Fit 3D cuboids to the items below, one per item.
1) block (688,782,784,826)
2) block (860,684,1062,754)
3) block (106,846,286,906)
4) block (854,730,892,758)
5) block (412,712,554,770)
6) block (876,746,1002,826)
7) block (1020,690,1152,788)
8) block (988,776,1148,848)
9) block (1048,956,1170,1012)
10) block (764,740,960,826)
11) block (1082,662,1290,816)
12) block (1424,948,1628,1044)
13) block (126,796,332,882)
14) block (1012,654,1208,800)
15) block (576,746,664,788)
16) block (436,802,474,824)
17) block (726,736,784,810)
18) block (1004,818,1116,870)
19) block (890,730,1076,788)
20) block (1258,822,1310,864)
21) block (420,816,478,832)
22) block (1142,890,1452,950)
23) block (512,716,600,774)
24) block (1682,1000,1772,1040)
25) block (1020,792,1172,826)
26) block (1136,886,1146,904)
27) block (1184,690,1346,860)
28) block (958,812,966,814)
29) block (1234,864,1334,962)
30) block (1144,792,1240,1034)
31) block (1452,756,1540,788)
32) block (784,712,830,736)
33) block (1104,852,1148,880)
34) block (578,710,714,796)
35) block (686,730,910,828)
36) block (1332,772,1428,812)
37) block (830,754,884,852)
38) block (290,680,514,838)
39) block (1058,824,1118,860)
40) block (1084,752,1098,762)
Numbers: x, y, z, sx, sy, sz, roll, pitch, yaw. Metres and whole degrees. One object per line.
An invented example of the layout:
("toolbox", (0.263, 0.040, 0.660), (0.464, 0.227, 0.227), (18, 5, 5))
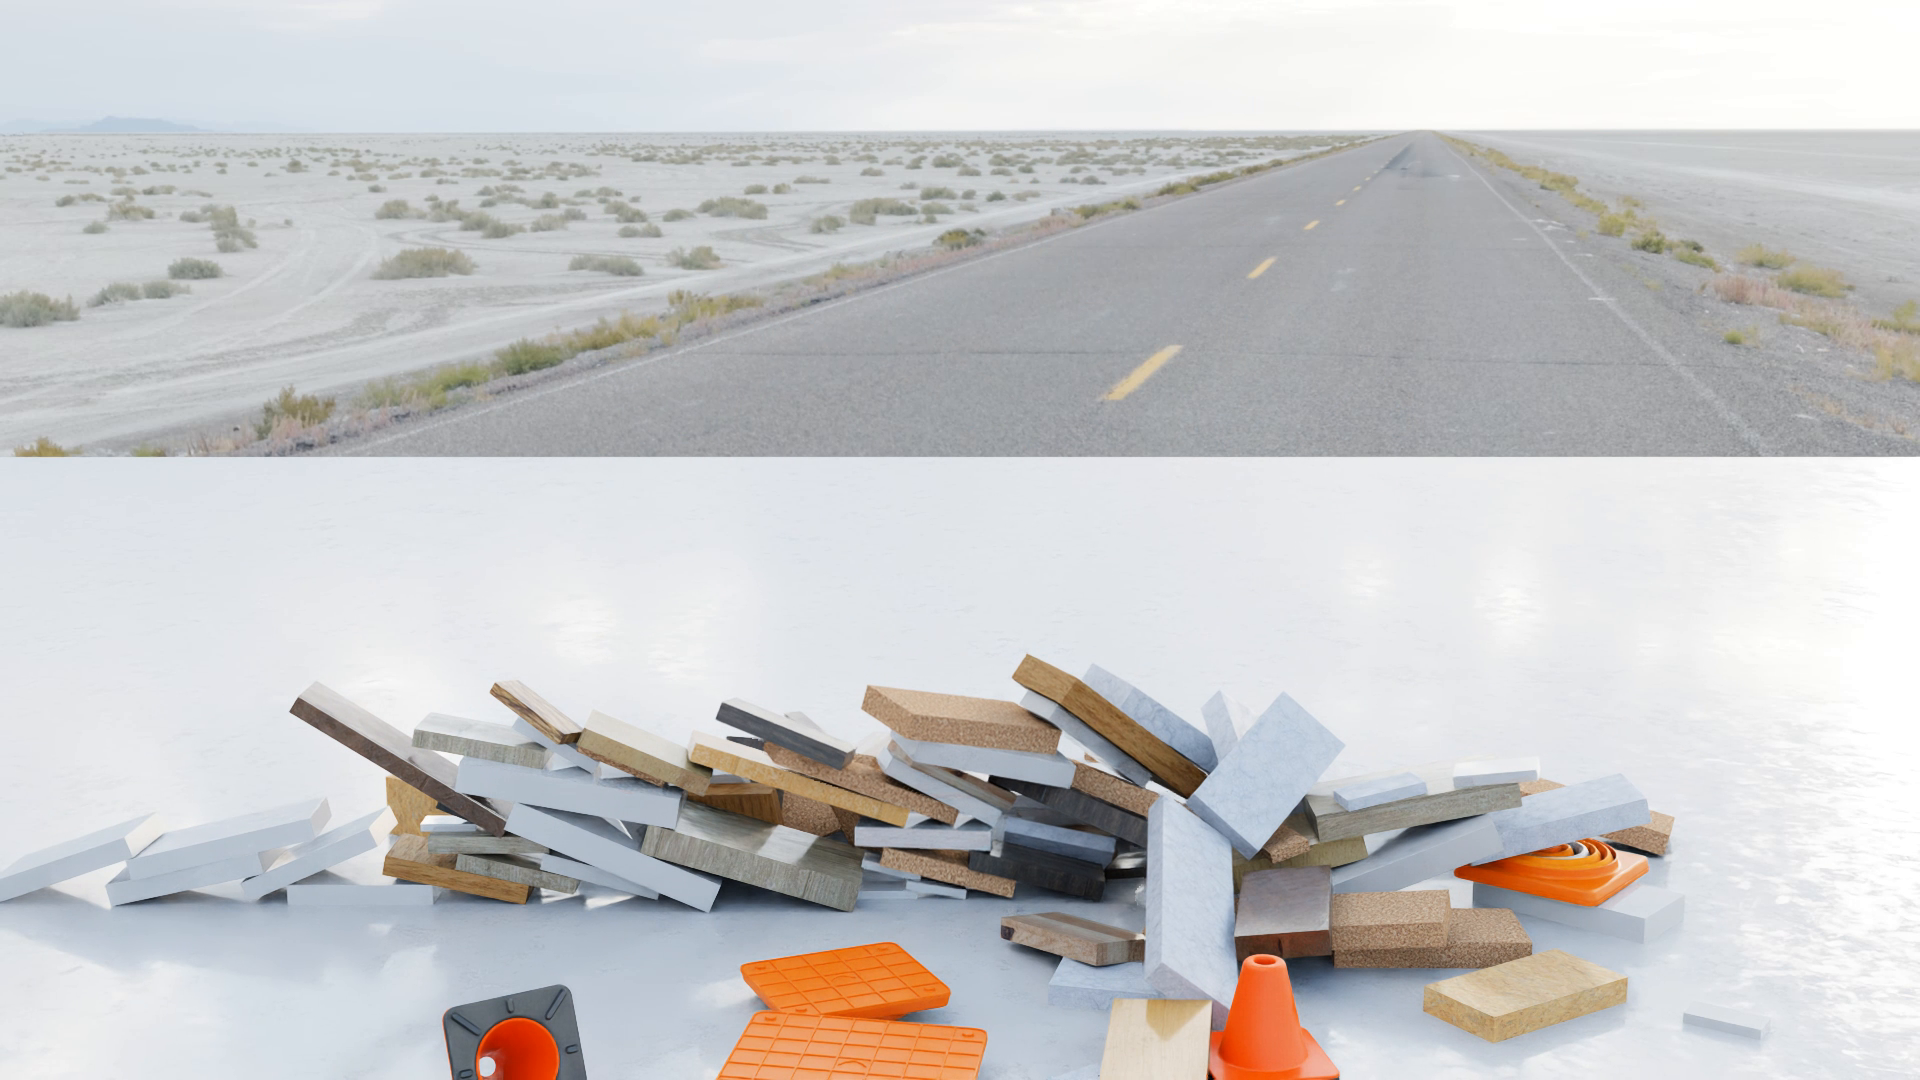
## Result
("block", (-0.412, 0.466, 3.758), (0.211, 0.105, 0.030), (-3, 34, 10))
("block", (0.004, 0.296, 3.619), (0.299, 0.042, 0.149), (9, 10, -35))
("block", (-1.271, 0.544, 3.664), (0.259, 0.037, 0.130), (-12, 10, 2))
("block", (-0.163, 0.432, 4.433), (0.109, 0.031, 0.218), (4, 11, 20))
("block", (-0.779, 0.329, 3.610), (0.214, 0.030, 0.107), (10, 10, -1))
("block", (-0.036, 0.409, 3.663), (0.207, 0.029, 0.104), (27, 1, -11))
("block", (0.214, 0.337, 3.719), (0.234, 0.030, 0.105), (37, -7, -27))
("block", (0.217, 0.446, 3.657), (0.326, 0.039, 0.139), (20, -2, 31))
("block", (0.254, 0.656, 3.224), (0.230, 0.033, 0.115), (3, 11, 14))
("block", (-0.163, 0.395, 3.643), (0.325, 0.029, 0.103), (21, 3, -17))
("block", (0.443, 0.383, 3.857), (0.509, 0.050, 0.177), (34, -3, -22))
("block", (0.821, 0.659, 3.191), (0.274, 0.039, 0.137), (-7, 12, -32))
("block", (-1.212, 0.495, 3.654), (0.305, 0.037, 0.130), (-13, 10, -2))
("block", (0.264, 0.325, 3.739), (0.355, 0.050, 0.177), (37, -7, -27))
("block", (-0.550, 0.357, 3.612), (0.151, 0.021, 0.076), (23, 9, -5))
("block", (-0.819, 0.449, 3.643), (0.090, 0.013, 0.045), (23, 9, -4))
("block", (-0.366, 0.455, 3.826), (0.109, 0.219, 0.031), (3, -16, 15))
("block", (0.166, 0.515, 3.720), (0.185, 0.026, 0.093), (11, -29, 3))
("block", (0.037, 0.347, 3.623), (0.278, 0.039, 0.139), (12, 9, -20))
("block", (0.517, 0.493, 3.596), (0.066, 0.019, 0.132), (-19, 10, -10))
("block", (-0.844, 0.470, 3.647), (0.090, 0.013, 0.045), (0, 10, -1))
("block", (0.518, 0.589, 3.382), (0.456, 0.038, 0.135), (-5, 11, 17))
("block", (-0.658, 0.327, 3.613), (0.151, 0.021, 0.076), (31, 9, -6))
("block", (1.091, 0.683, 3.127), (0.108, 0.015, 0.054), (7, 13, 34))
("block", (0.245, 0.481, 3.940), (0.275, 0.026, 0.093), (-2, 11, 2))
("block", (0.345, 0.552, 3.549), (0.064, 0.018, 0.129), (-9, 11, 38))
("block", (0.504, 0.385, 3.619), (0.138, 0.039, 0.275), (42, 55, 8))
("block", (0.047, 0.469, 4.115), (0.370, 0.033, 0.115), (-12, 15, -23))
("block", (0.493, 0.562, 3.330), (0.137, 0.039, 0.274), (-6, 10, 11))
("block", (0.347, 0.549, 3.305), (0.138, 0.039, 0.511), (36, 20, -8))
("block", (0.864, 0.374, 3.544), (0.132, 0.019, 0.066), (-7, 11, 19))
("block", (-0.290, 0.419, 4.264), (0.034, 0.118, 0.237), (-4, 11, -20))
("block", (0.311, 0.542, 3.673), (0.129, 0.018, 0.064), (-10, 12, 35))
("block", (-0.511, 0.348, 3.596), (0.220, 0.031, 0.110), (23, 9, -6))
("block", (-0.268, 0.395, 3.645), (0.372, 0.031, 0.110), (19, 3, -11))
("block", (0.679, 0.407, 3.557), (0.134, 0.019, 0.067), (-12, 10, -8))
("block", (-0.168, 0.456, 3.813), (0.118, 0.237, 0.034), (6, 48, 28))
("block", (-0.908, 0.360, 3.616), (0.396, 0.030, 0.107), (32, 9, -6))
("block", (0.196, 0.527, 3.901), (0.135, 0.038, 0.270), (-1, 11, -3))
("block", (0.368, 0.427, 4.464), (0.211, 0.030, 0.105), (-7, 13, -33))
